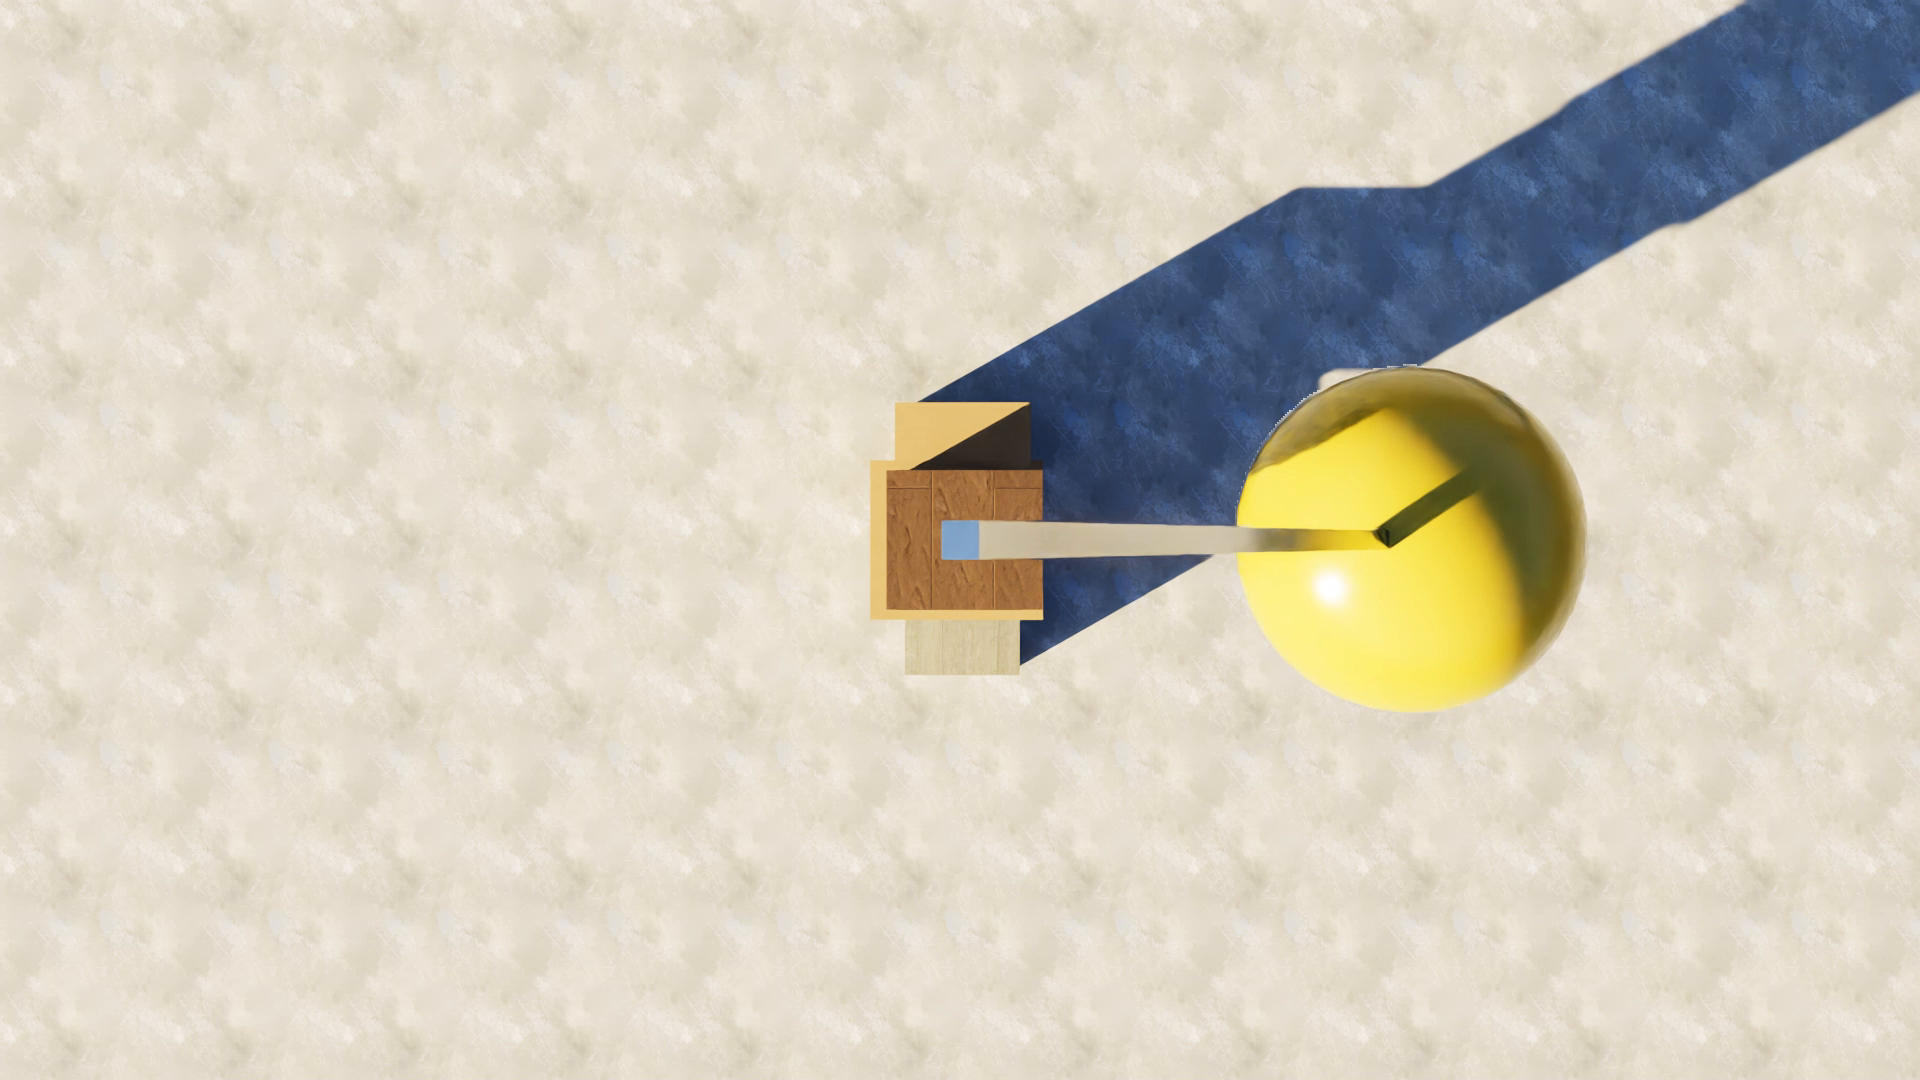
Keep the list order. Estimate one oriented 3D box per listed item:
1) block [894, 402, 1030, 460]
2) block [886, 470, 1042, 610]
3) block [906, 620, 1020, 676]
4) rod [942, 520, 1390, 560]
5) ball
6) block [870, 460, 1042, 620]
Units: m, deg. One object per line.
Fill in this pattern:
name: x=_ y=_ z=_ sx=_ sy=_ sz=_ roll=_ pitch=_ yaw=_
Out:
block: x=0.015 y=-0.365 z=12.548 sx=0.748 sy=0.904 sz=0.783 roll=0 pitch=90 yaw=0
block: x=0.018 y=0.000 z=9.161 sx=0.631 sy=0.572 sz=0.563 roll=0 pitch=90 yaw=0
block: x=0.013 y=0.397 z=12.655 sx=0.642 sy=0.689 sz=0.720 roll=0 pitch=90 yaw=0
rod: x=0.899 y=0.000 z=6.965 sx=0.080 sy=5.200 sz=0.080 roll=0 pitch=90 yaw=20
ball: x=2.074 y=0.000 z=10.155 sx=1.600 sy=1.600 sz=1.600 roll=0 pitch=90 yaw=0
block: x=-0.016 y=0.000 z=10.409 sx=0.792 sy=0.634 sz=0.731 roll=0 pitch=90 yaw=0
